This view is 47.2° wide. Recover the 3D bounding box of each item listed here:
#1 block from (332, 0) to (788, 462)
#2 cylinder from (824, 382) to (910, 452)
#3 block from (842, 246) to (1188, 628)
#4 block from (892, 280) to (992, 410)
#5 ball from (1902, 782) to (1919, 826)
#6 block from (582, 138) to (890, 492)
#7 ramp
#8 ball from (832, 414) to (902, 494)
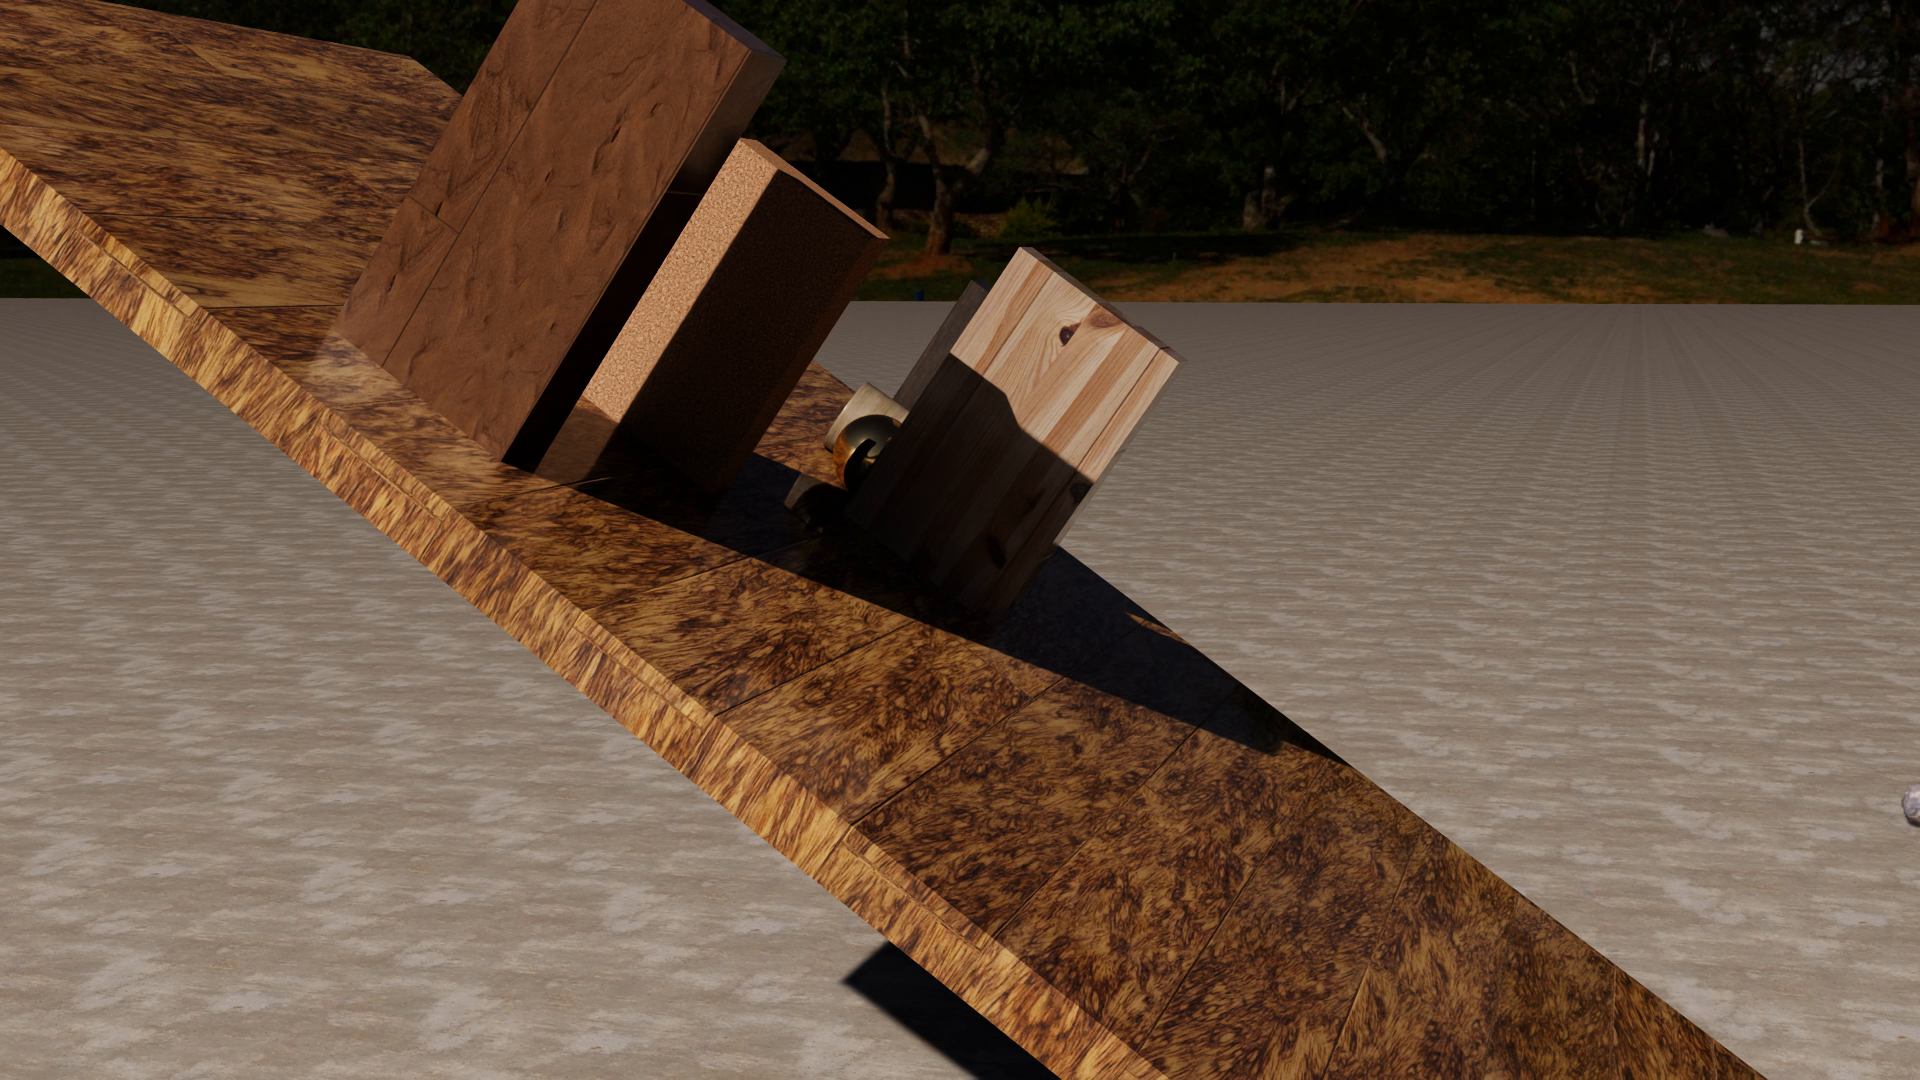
[{"bbox_3d":[-0.638,-0.542,3.466,0.364,0.759,0.146,37,16,10],"label":"block"},{"bbox_3d":[-0.172,-0.217,4.580,0.162,0.162,0.162,35,10,3],"label":"cylinder"},{"bbox_3d":[0.100,-0.195,4.205,0.372,0.623,0.089,37,16,10],"label":"block"},{"bbox_3d":[0.062,-0.258,4.649,0.372,0.447,0.096,37,16,10],"label":"block"},{"bbox_3d":[3.244,0.888,7.378,0.154,0.154,0.154,0,7,0],"label":"ball"},{"bbox_3d":[-0.406,-0.399,3.919,0.306,0.545,0.100,37,16,10],"label":"block"},{"bbox_3d":[-0.094,0.167,4.084,4.000,0.100,2.000,37,16,10],"label":"ramp"},{"bbox_3d":[-0.169,-0.167,4.416,0.173,0.173,0.173,0,7,0],"label":"ball"}]
